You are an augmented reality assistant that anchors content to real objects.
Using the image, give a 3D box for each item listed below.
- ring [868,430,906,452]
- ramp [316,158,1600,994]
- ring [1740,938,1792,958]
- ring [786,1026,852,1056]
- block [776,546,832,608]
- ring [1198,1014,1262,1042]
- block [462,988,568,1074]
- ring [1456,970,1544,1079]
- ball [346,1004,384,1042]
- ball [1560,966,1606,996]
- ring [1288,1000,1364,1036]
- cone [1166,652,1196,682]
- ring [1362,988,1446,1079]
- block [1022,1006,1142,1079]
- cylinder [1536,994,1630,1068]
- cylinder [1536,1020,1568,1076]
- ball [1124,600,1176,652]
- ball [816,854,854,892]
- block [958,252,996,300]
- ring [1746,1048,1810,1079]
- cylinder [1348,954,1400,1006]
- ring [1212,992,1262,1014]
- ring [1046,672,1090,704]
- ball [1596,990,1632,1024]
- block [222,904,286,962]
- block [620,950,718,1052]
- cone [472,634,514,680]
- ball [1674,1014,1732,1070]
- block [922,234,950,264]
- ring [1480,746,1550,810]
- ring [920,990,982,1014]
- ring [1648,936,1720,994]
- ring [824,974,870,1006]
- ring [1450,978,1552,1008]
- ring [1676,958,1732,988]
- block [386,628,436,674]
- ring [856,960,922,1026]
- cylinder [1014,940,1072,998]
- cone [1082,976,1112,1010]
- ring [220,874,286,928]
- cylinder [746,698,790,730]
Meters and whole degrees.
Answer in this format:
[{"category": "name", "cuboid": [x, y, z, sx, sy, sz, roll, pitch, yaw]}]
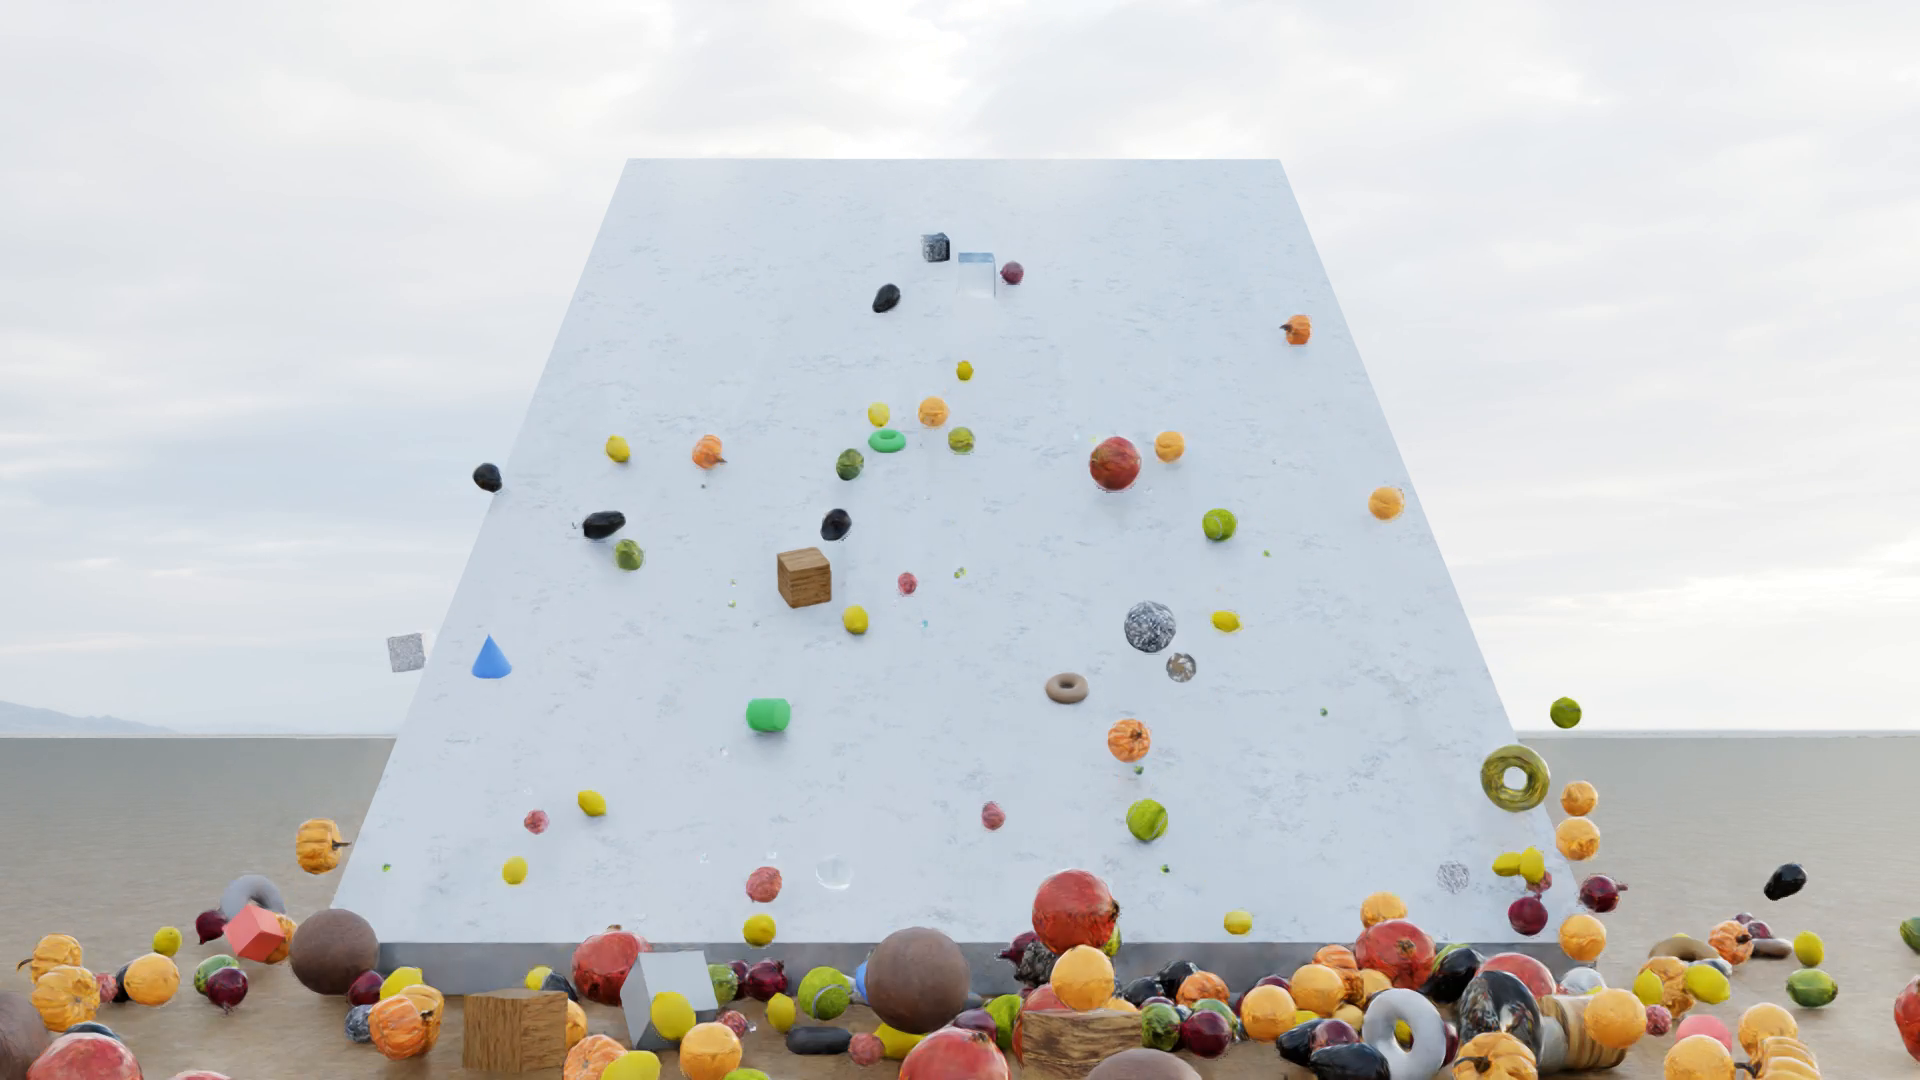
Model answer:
[{"category": "ring", "cuboid": [-0.164, -0.224, 5.344, 0.087, 0.029, 0.087, 1, 28, 0]}, {"category": "ramp", "cuboid": [-0.010, -0.227, 5.495, 2.000, 0.100, 4.000, 0, 27, 0]}, {"category": "ring", "cuboid": [1.486, 0.752, 4.364, 0.092, 0.031, 0.092, -1, -6, 0]}, {"category": "ring", "cuboid": [-0.182, 0.647, 3.056, 0.087, 0.029, 0.087, 0, -4, 0]}, {"category": "block", "cuboid": [-0.309, 0.074, 4.689, 0.084, 0.084, 0.084, -10, 29, -20]}, {"category": "ring", "cuboid": [0.363, 0.658, 3.188, 0.087, 0.029, 0.087, 1, -4, 0]}, {"category": "block", "cuboid": [-0.550, 0.606, 2.924, 0.090, 0.090, 0.090, -2, -5, 27]}, {"category": "ring", "cuboid": [0.606, 0.553, 2.658, 0.046, 0.139, 0.139, 2, -5, -19]}, {"category": "ball", "cuboid": [-0.792, 0.644, 3.150, 0.050, 0.050, 0.050, 0, -5, 0]}, {"category": "ball", "cuboid": [0.916, 0.662, 3.478, 0.067, 0.067, 0.067, 0, -5, 0]}, {"category": "ring", "cuboid": [0.504, 0.659, 3.259, 0.105, 0.035, 0.105, 1, 0, 0]}, {"category": "cone", "cuboid": [0.421, 0.238, 4.432, 0.057, 0.057, 0.057, -1, -2, 18]}, {"category": "ring", "cuboid": [0.510, 0.571, 2.718, 0.037, 0.111, 0.111, 1, -4, -41]}, {"category": "block", "cuboid": [0.138, 0.583, 2.676, 0.095, 0.095, 0.095, 3, -6, -36]}, {"category": "cylinder", "cuboid": [0.759, 0.604, 2.907, 0.088, 0.088, 0.088, 3, -5, -18]}, {"category": "cylinder", "cuboid": [0.683, 0.610, 2.851, 0.069, 0.069, 0.069, 12, -9, -24]}, {"category": "ball", "cuboid": [0.329, 0.150, 4.093, 0.090, 0.090, 0.090, 0, -5, 0]}, {"category": "ball", "cuboid": [-0.200, 0.535, 3.799, 0.060, 0.060, 0.060, 0, -5, 0]}, {"category": "block", "cuboid": [0.044, -0.691, 6.201, 0.095, 0.095, 0.095, 0, 27, 0]}, {"category": "ring", "cuboid": [0.970, 0.623, 2.809, 0.076, 0.025, 0.076, -13, -1, 0]}, {"category": "cylinder", "cuboid": [0.624, 0.662, 3.562, 0.059, 0.059, 0.059, -4, 18, 41]}, {"category": "ring", "cuboid": [0.409, 0.683, 3.494, 0.075, 0.025, 0.075, -4, -7, 0]}, {"category": "ring", "cuboid": [0.199, 0.273, 4.359, 0.083, 0.028, 0.083, -2, 30, 1]}, {"category": "ball", "cuboid": [0.883, 0.644, 3.221, 0.061, 0.061, 0.061, 0, -5, 0]}, {"category": "block", "cuboid": [-1.205, 0.671, 4.040, 0.062, 0.062, 0.062, -44, -33, 5]}, {"category": "block", "cuboid": [-0.380, 0.600, 3.085, 0.090, 0.090, 0.090, 2, -44, -28]}, {"category": "cone", "cuboid": [-0.878, 0.208, 4.427, 0.077, 0.077, 0.077, 0, 27, 0]}, {"category": "ball", "cuboid": [0.912, 0.615, 2.903, 0.067, 0.067, 0.067, 0, -5, 0]}, {"category": "block", "cuboid": [-0.066, -0.795, 6.445, 0.060, 0.060, 0.060, -8, 28, -15]}, {"category": "ring", "cuboid": [0.939, 0.403, 4.006, 0.117, 0.117, 0.039, -2, 13, 20]}, {"category": "ring", "cuboid": [-0.013, 0.682, 3.492, 0.091, 0.030, 0.091, -1, -4, 0]}, {"category": "ring", "cuboid": [1.159, 0.679, 3.783, 0.117, 0.039, 0.117, -5, 30, 3]}, {"category": "ring", "cuboid": [-0.145, 0.611, 3.211, 0.086, 0.029, 0.086, 17, -9, 3]}, {"category": "ring", "cuboid": [0.794, 0.669, 3.462, 0.149, 0.050, 0.149, 1, -5, 0]}, {"category": "ring", "cuboid": [1.154, 0.672, 3.673, 0.088, 0.029, 0.088, -7, -23, -3]}, {"category": "block", "cuboid": [-1.144, 0.233, 4.958, 0.076, 0.076, 0.076, -10, 3, 10]}, {"category": "ring", "cuboid": [-0.092, 0.581, 3.035, 0.102, 0.034, 0.102, 40, 8, -7]}, {"category": "cylinder", "cuboid": [0.116, 0.602, 3.330, 0.062, 0.062, 0.062, 24, -1, 8]}, {"category": "cone", "cuboid": [0.179, 0.619, 3.110, 0.093, 0.093, 0.093, 0, -4, 0]}, {"category": "ring", "cuboid": [-1.378, 0.724, 4.611, 0.049, 0.146, 0.146, -13, -11, 31]}, {"category": "cylinder", "cuboid": [-0.343, 0.312, 4.234, 0.057, 0.057, 0.057, -1, -5, 26]}]
